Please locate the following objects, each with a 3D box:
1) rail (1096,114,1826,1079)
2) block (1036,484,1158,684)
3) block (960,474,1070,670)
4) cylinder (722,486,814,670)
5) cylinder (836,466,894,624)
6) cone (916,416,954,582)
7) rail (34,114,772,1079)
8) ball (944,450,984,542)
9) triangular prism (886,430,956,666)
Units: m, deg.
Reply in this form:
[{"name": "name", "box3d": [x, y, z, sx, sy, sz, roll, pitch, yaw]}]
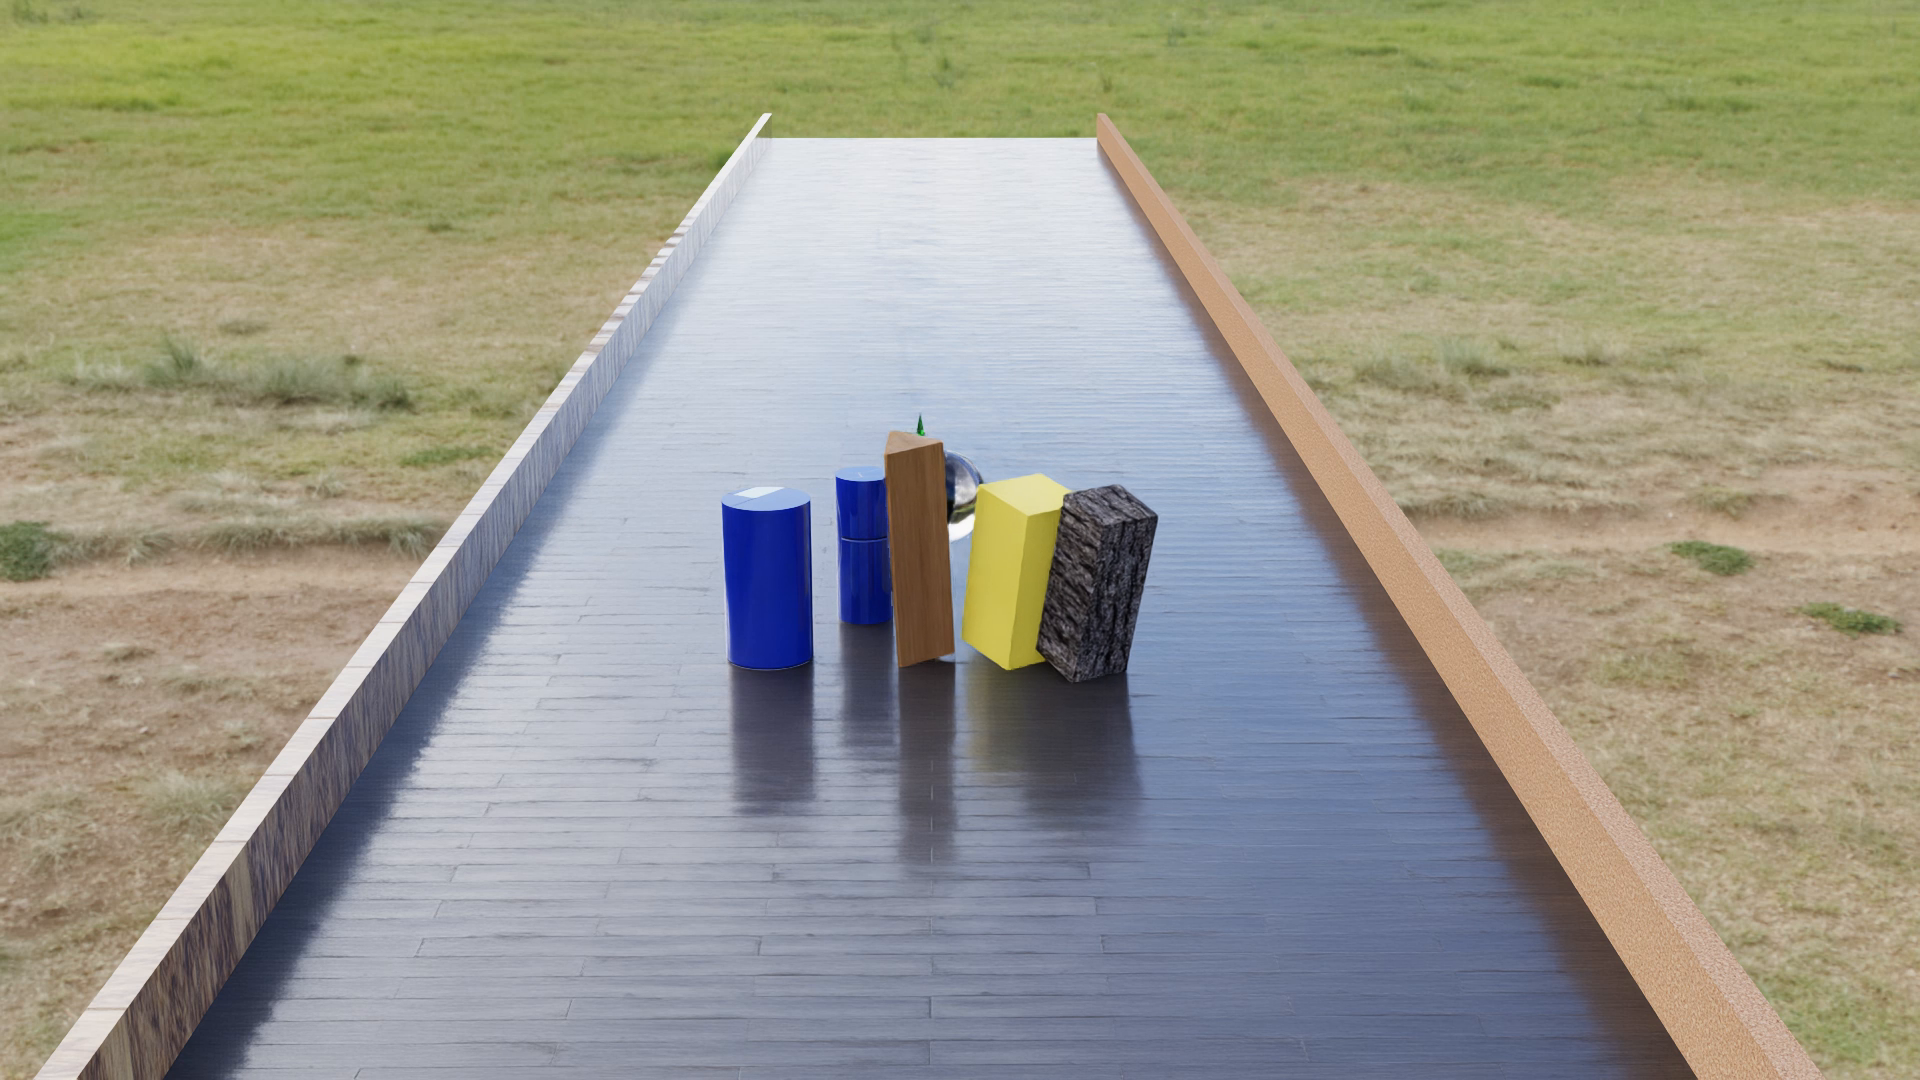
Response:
[{"name": "rail", "box3d": [0.932, -0.844, 7.801, 0.050, 0.150, 12.000, 0, 17, -1]}, {"name": "block", "box3d": [0.264, 0.085, 4.280, 0.131, 0.354, 0.131, -11, 34, -31]}, {"name": "block", "box3d": [0.127, 0.062, 4.385, 0.157, 0.338, 0.157, -12, 30, -36]}, {"name": "cylinder", "box3d": [-0.384, 0.076, 4.396, 0.177, 0.329, 0.177, 0, 17, 0]}, {"name": "cylinder", "box3d": [-0.201, 0.011, 4.643, 0.121, 0.312, 0.121, 0, 17, 0]}, {"name": "cone", "box3d": [-0.087, -0.095, 4.868, 0.144, 0.387, 0.144, 0, 17, 0]}, {"name": "rail", "box3d": [-1.118, -0.838, 7.780, 0.050, 0.150, 12.000, 0, 17, -1]}, {"name": "ball", "box3d": [-0.042, -0.088, 4.426, 0.191, 0.191, 0.191, 0, 17, 0]}, {"name": "triangular prism", "box3d": [-0.100, 0.012, 4.349, 0.124, 0.458, 0.108, -14, 27, -23]}]
